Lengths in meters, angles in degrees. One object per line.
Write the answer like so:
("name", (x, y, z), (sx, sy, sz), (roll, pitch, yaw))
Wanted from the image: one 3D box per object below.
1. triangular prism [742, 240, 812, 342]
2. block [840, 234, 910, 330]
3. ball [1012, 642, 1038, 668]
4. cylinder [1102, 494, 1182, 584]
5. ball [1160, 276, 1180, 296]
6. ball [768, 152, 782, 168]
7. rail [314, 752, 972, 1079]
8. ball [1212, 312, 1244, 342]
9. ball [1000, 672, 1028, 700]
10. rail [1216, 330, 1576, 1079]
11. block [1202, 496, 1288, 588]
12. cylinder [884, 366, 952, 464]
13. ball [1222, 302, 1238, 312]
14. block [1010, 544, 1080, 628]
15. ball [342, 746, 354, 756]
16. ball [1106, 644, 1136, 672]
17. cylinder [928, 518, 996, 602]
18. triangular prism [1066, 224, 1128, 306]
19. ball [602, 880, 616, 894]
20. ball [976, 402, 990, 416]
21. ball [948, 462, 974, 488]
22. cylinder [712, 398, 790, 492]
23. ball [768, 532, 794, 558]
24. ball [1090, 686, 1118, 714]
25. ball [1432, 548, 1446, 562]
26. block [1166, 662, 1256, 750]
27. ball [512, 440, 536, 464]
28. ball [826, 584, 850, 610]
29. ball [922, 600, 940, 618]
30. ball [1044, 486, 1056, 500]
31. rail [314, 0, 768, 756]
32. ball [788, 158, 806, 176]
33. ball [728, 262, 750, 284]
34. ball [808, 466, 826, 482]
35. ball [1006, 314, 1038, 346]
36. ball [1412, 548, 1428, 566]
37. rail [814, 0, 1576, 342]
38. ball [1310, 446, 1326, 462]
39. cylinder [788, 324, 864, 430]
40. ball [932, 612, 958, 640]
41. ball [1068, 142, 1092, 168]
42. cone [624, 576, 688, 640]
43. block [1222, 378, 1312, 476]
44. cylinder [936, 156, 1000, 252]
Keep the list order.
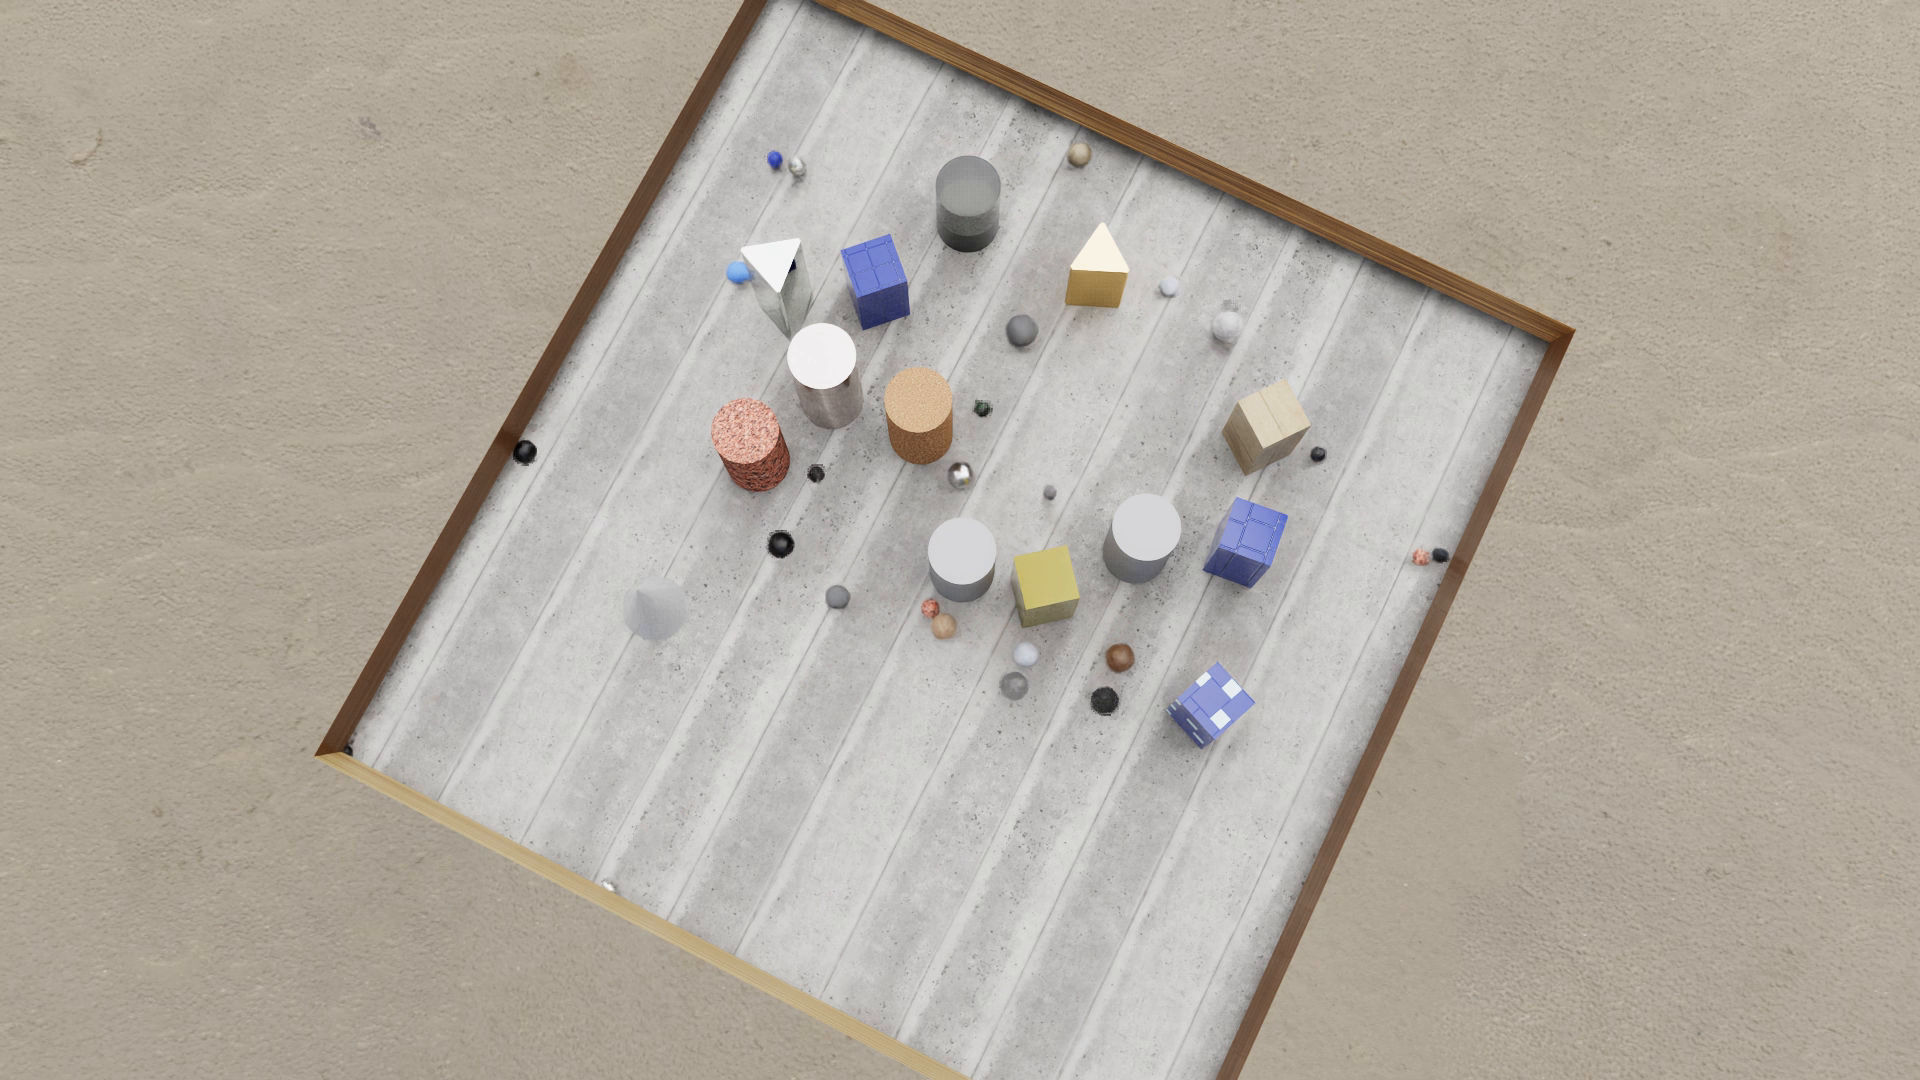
("triangular prism", (-0.520, -0.774, 5.529), (0.148, 0.486, 0.171), (-40, 81, -8))
("block", (-0.257, -0.787, 5.621), (0.158, 0.311, 0.158), (-19, 79, -4))
("ball", (0.197, 0.344, 5.506), (0.078, 0.078, 0.078), (0, 78, 0))
("cylinder", (0.535, 0.000, 5.429), (0.198, 0.367, 0.198), (0, 78, 0))
("ball", (0.658, -0.797, 5.749), (0.065, 0.065, 0.065), (0, 78, 0))
("ball", (-0.589, -1.211, 5.843), (0.048, 0.048, 0.048), (0, 78, 0))
("rail", (-0.629, 1.239, 5.294), (2.797, 0.128, 0.045), (26, 80, 5))
("ball", (0.835, -0.665, 5.706), (0.095, 0.095, 0.095), (0, 78, 0))
("ball", (0.163, 0.436, 5.483), (0.085, 0.085, 0.085), (0, 78, 0))
("rail", (1.230, 0.609, 5.424), (0.045, 0.128, 2.860), (26, 80, 5))
("block", (0.842, 0.011, 5.430), (0.158, 0.361, 0.158), (20, 79, 4))
("cylinder", (-0.121, -0.368, 5.498), (0.198, 0.382, 0.198), (0, 78, 0))
("ball", (0.847, -0.724, 5.743), (0.047, 0.047, 0.047), (0, 78, 0))
("block", (0.248, 0.141, 5.412), (0.158, 0.343, 0.158), (-12, 79, -3))
("ball", (-1.830, 0.634, 5.463), (0.043, 0.043, 0.043), (0, 78, 0))
("ball", (0.482, 0.353, 5.499), (0.087, 0.087, 0.087), (0, 78, 0))
("cylinder", (0.007, 0.062, 5.447), (0.198, 0.308, 0.198), (0, 78, 0))
("triangular prism", (0.422, -0.844, 5.626), (0.171, 0.324, 0.148), (4, 78, 1))
("ball", (-1.032, 1.023, 5.381), (0.047, 0.047, 0.047), (0, 78, 0))
("ball", (0.070, -0.406, 5.677), (0.047, 0.047, 0.047), (0, 78, 0))
("ball", (0.003, -0.200, 5.615), (0.085, 0.085, 0.085), (0, 78, 0))
("cylinder", (-0.624, -0.281, 5.493), (0.198, 0.357, 0.198), (0, 78, 0))
("ball", (-0.544, 0.015, 5.572), (0.081, 0.081, 0.081), (0, 78, 0))
("ball", (0.433, 0.479, 5.475), (0.083, 0.083, 0.083), (0, 78, 0))
("ball", (1.459, 0.044, 5.585), (0.044, 0.044, 0.044), (0, 78, 0))
("block", (0.729, 0.487, 5.360), (0.158, 0.306, 0.158), (-41, 81, -8))
("ball", (-1.338, -0.271, 5.636), (0.072, 0.072, 0.072), (0, 78, 0))
("ball", (-0.369, 0.172, 5.543), (0.074, 0.074, 0.074), (0, 78, 0))
("ball", (-0.090, 0.209, 5.545), (0.055, 0.055, 0.055), (0, 78, 0))
("ball", (0.277, -0.143, 5.626), (0.040, 0.040, 0.040), (0, 78, 0))
("rail", (-1.230, -0.595, 5.673), (0.045, 0.128, 2.860), (26, 80, 5))
("ball", (-0.517, -1.189, 5.833), (0.058, 0.058, 0.058), (0, 78, 0))
("ball", (-0.696, -0.840, 5.755), (0.070, 0.070, 0.070), (0, 78, 0))
("ball", (-0.440, -0.202, 5.632), (0.051, 0.051, 0.051), (0, 78, 0))
("ball", (0.194, -0.652, 5.701), (0.099, 0.099, 0.099), (0, 78, 0))
("ball", (1.402, 0.052, 5.580), (0.050, 0.050, 0.050), (0, 78, 0))
("rail", (0.629, -1.225, 5.804), (2.797, 0.128, 0.045), (26, 80, 5))
("ball", (1.102, -0.264, 5.647), (0.047, 0.047, 0.047), (0, 78, 0))
("cylinder", (-0.398, -0.485, 5.491), (0.198, 0.443, 0.198), (0, 78, 0))
("ball", (-0.046, 0.260, 5.522), (0.080, 0.080, 0.080), (0, 78, 0))
("ball", (0.379, -1.226, 5.831), (0.076, 0.076, 0.076), (0, 78, 0))
("cone", (-0.926, 0.175, 5.416), (0.198, 0.322, 0.198), (0, 78, 0))
("block", (0.917, -0.335, 5.510), (0.158, 0.345, 0.158), (-26, 79, -5))
("cylinder", (0.025, -1.038, 5.677), (0.198, 0.303, 0.198), (0, 78, 0))
